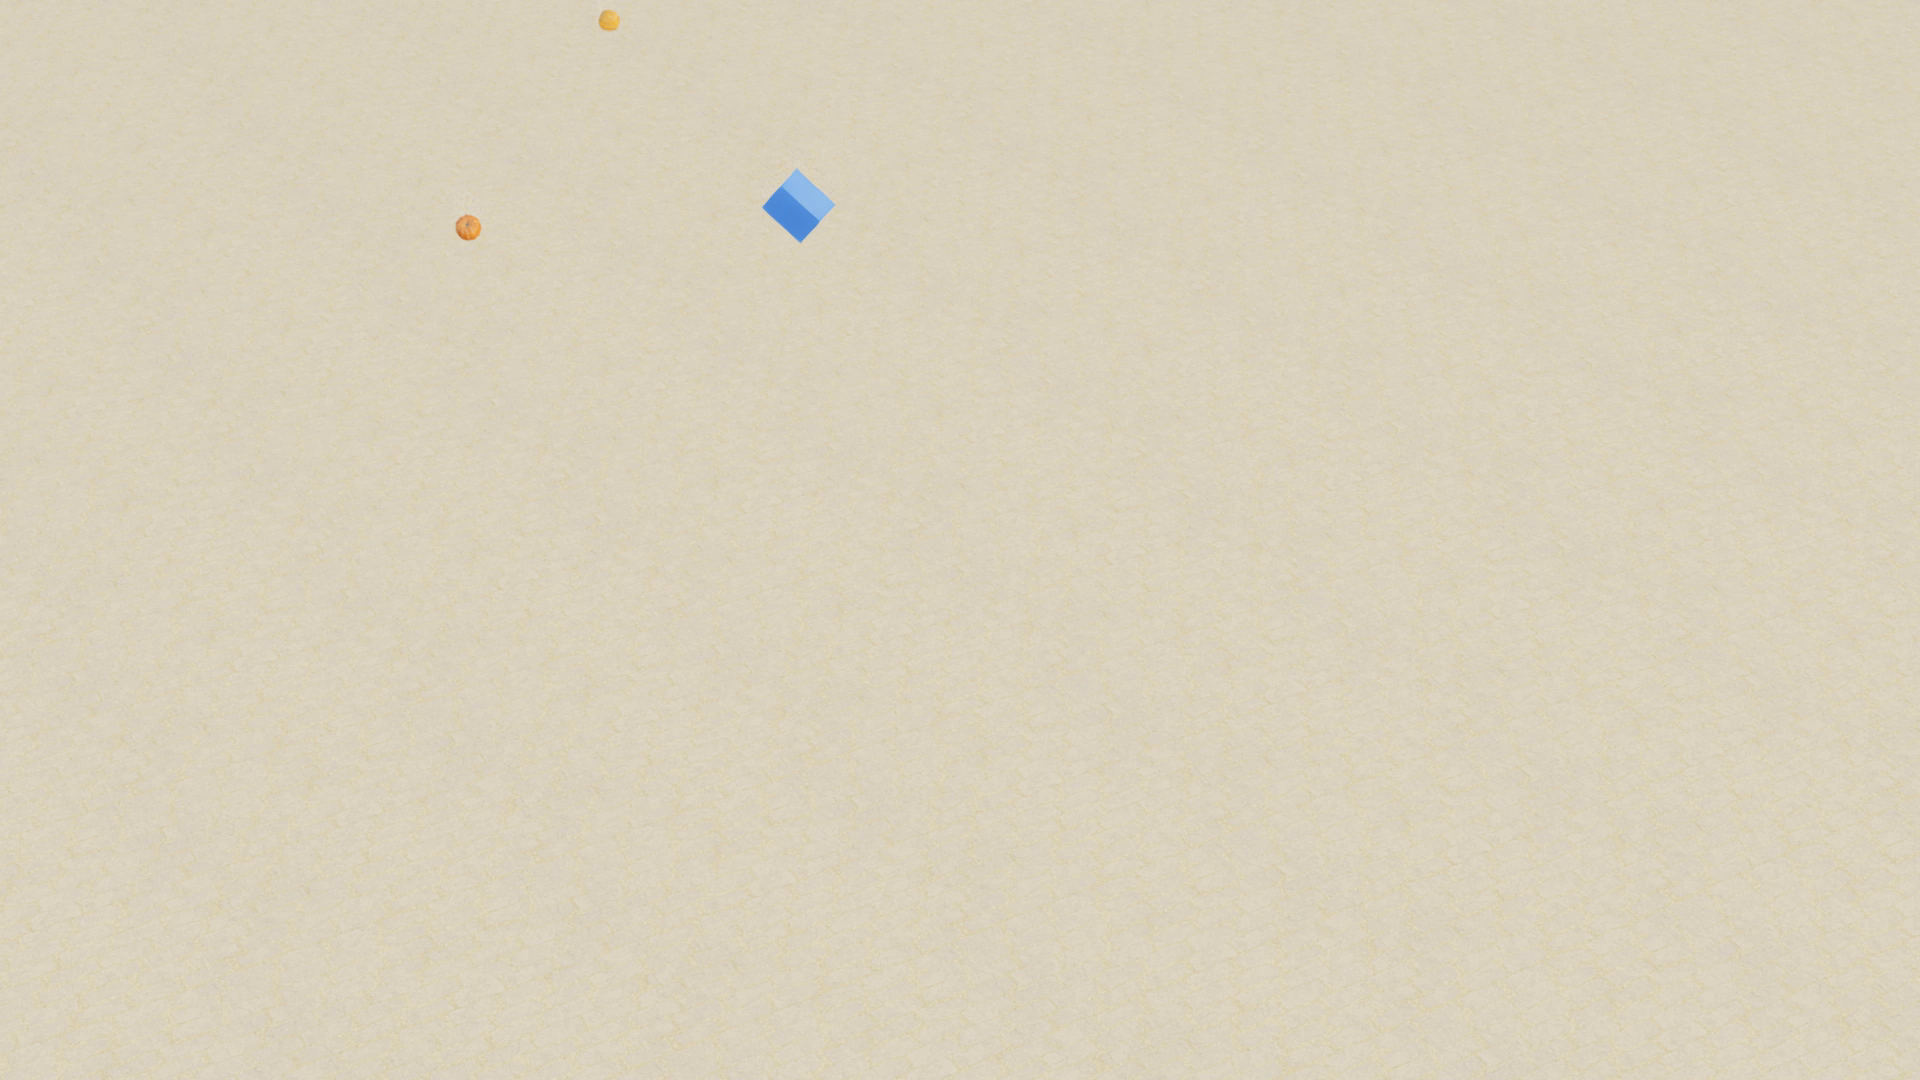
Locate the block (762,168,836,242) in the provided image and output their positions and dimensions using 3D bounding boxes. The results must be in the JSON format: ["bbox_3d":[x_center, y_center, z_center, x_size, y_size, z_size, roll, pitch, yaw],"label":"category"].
[{"bbox_3d":[-0.481,-0.996,8.745,0.157,0.105,0.123,42,37,-6],"label":"block"}]
